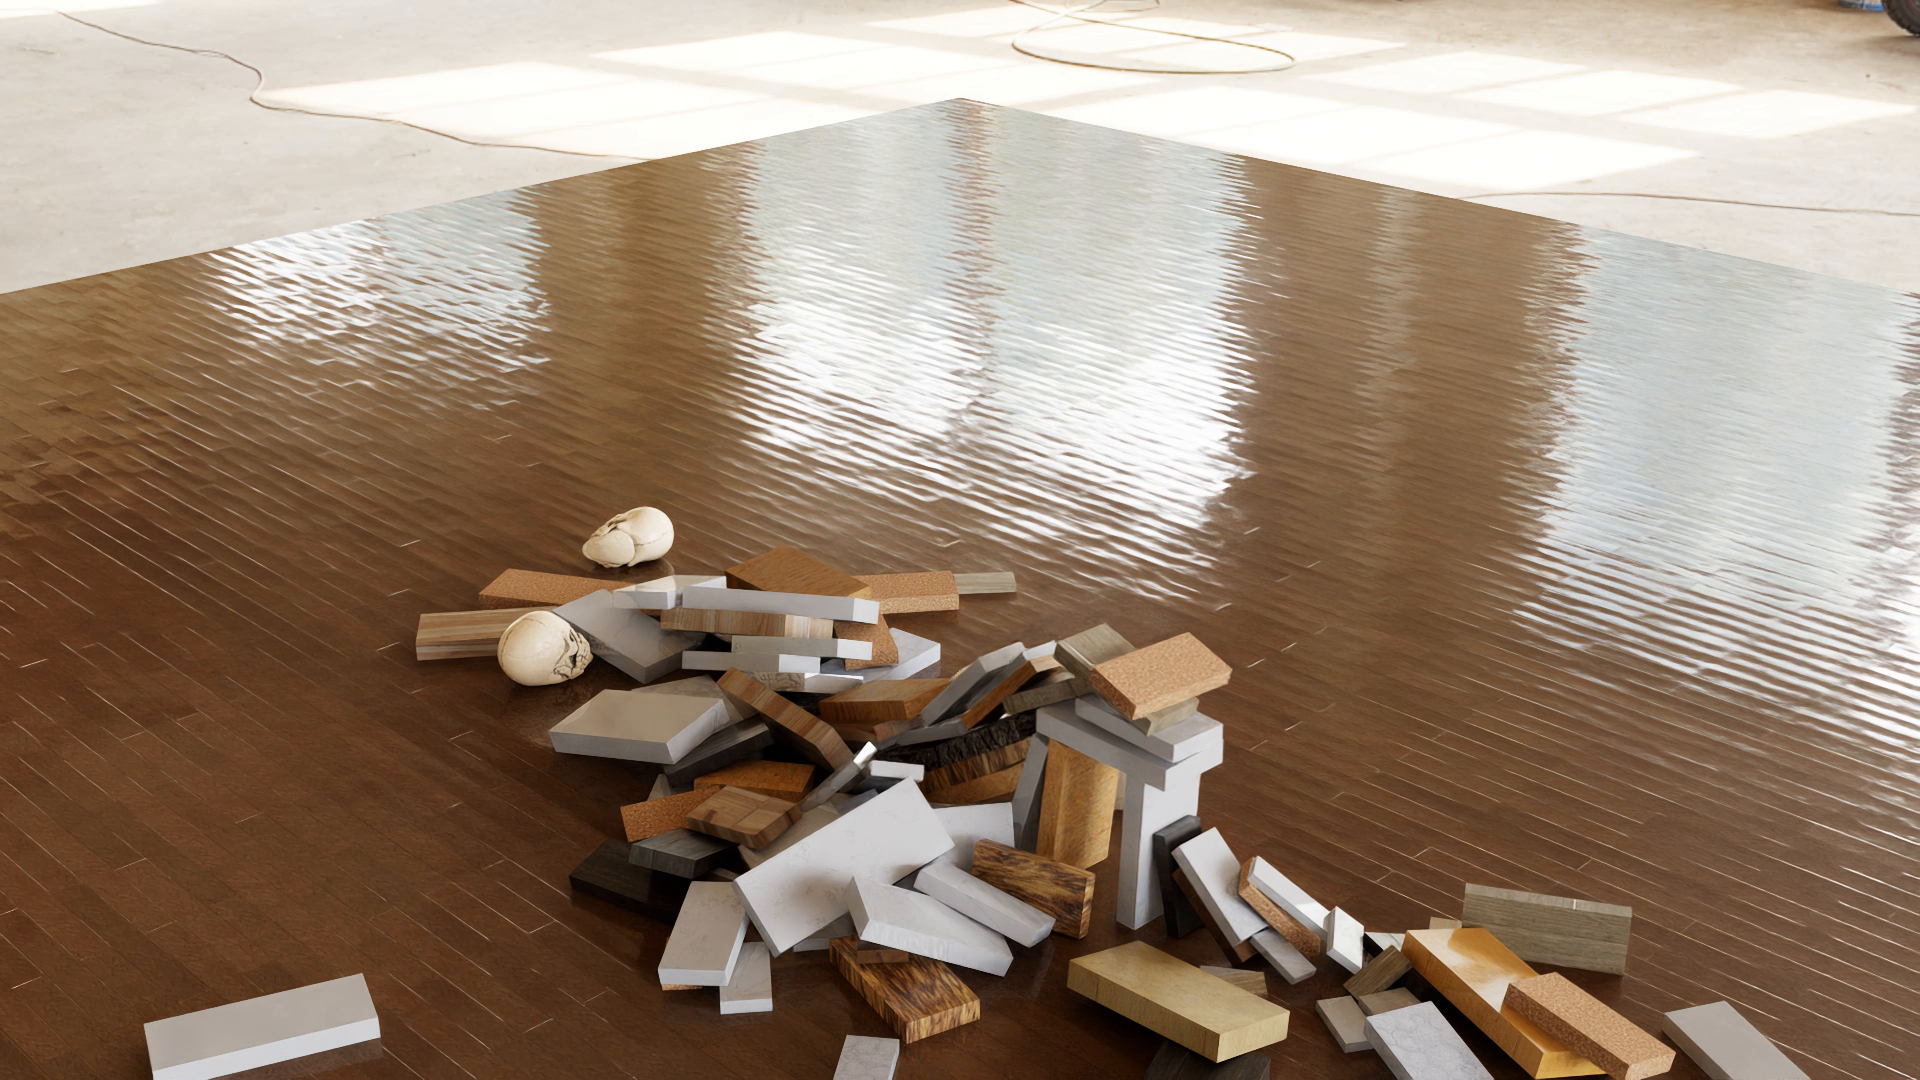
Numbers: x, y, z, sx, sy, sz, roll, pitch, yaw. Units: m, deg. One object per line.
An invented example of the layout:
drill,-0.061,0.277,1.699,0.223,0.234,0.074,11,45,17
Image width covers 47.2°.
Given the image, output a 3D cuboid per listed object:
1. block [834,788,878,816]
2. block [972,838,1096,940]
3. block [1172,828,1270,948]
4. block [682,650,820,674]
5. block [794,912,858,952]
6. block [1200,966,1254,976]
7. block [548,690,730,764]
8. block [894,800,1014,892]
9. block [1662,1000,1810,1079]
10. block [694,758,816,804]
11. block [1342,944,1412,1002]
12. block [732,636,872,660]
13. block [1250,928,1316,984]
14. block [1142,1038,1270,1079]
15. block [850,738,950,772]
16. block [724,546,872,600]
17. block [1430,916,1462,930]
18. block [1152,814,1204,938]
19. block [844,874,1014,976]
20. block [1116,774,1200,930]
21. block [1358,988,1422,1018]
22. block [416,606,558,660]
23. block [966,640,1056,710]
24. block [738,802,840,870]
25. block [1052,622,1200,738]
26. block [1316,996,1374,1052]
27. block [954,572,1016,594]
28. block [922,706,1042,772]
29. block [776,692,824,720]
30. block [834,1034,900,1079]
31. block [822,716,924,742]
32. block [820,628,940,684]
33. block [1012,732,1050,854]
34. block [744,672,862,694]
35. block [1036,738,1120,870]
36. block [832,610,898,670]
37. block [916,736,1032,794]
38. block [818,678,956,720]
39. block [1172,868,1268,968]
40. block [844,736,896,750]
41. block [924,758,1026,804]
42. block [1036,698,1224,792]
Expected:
block,-0.255,0.579,4.232,0.253,0.036,0.126,-22,42,-11
block,0.132,0.646,4.080,0.238,0.119,0.034,14,14,29
block,0.478,0.628,3.984,0.100,0.028,0.201,-20,70,-40
block,-0.467,0.275,4.913,0.282,0.040,0.141,0,-5,35
block,-0.228,0.717,4.041,0.163,0.023,0.081,-4,23,-8
block,0.473,0.780,3.905,0.097,0.014,0.049,4,23,10
block,-0.679,0.391,4.637,0.359,0.051,0.180,1,27,38
block,-0.053,0.587,4.175,0.310,0.155,0.044,-4,-2,-9
block,1.300,0.864,3.682,0.121,0.034,0.242,-7,24,-16
block,-0.416,0.489,4.475,0.225,0.032,0.112,4,23,10
block,0.734,0.765,3.862,0.114,0.016,0.057,-38,31,-5
block,-0.354,0.241,4.921,0.282,0.040,0.141,0,-5,30
block,0.578,0.744,3.939,0.057,0.016,0.114,-12,42,-37
block,0.362,0.924,3.519,0.175,0.050,0.351,10,25,21
block,-0.109,0.434,4.551,0.147,0.042,0.294,-20,9,-39
block,-0.395,0.115,5.343,0.180,0.051,0.360,-24,30,-33
block,0.884,0.730,4.019,0.057,0.016,0.114,6,24,15
block,0.412,0.618,4.045,0.100,0.201,0.028,-21,18,-40
block,-0.057,0.689,3.927,0.288,0.041,0.144,19,18,-22
block,0.367,0.549,4.060,0.158,0.317,0.045,-21,33,-40
block,0.768,0.834,3.761,0.093,0.026,0.185,-8,24,-18
block,-1.113,0.219,5.188,0.319,0.045,0.159,-3,23,-8
block,0.105,0.275,4.335,0.102,0.203,0.029,-17,68,-47
block,-0.313,0.581,4.194,0.199,0.028,0.099,-25,42,-15
block,0.299,0.251,3.980,0.125,0.035,0.250,-19,46,-38
block,0.667,0.831,3.778,0.064,0.018,0.129,-6,24,-13
block,0.061,0.107,5.482,0.150,0.021,0.075,-2,23,-5
block,0.077,0.380,4.315,0.155,0.044,0.311,-20,-3,-39
block,-0.338,0.361,4.752,0.117,0.033,0.234,5,2,-27
block,-0.159,0.886,3.639,0.090,0.025,0.179,3,23,7
block,-0.189,0.381,4.558,0.117,0.033,0.234,-19,8,-33
block,-0.191,0.285,5.037,0.143,0.040,0.285,17,28,35
block,0.176,0.477,4.240,0.155,0.310,0.044,-20,48,-39
block,-0.344,0.311,4.779,0.141,0.040,0.282,6,-5,-33
block,0.227,0.494,4.188,0.158,0.317,0.045,-20,37,-39
block,-0.223,0.228,5.074,0.121,0.034,0.243,-6,22,-10
block,0.008,0.458,4.420,0.147,0.042,0.294,-20,-3,-39
block,-0.147,0.331,4.555,0.147,0.042,0.294,-20,9,-38
block,0.480,0.667,3.996,0.100,0.028,0.201,-21,71,-40
block,-0.198,0.408,4.634,0.117,0.033,0.234,-20,9,-39
block,0.070,0.477,4.371,0.155,0.044,0.310,-20,-3,-39
block,0.309,0.360,4.039,0.158,0.045,0.317,-21,31,-40
